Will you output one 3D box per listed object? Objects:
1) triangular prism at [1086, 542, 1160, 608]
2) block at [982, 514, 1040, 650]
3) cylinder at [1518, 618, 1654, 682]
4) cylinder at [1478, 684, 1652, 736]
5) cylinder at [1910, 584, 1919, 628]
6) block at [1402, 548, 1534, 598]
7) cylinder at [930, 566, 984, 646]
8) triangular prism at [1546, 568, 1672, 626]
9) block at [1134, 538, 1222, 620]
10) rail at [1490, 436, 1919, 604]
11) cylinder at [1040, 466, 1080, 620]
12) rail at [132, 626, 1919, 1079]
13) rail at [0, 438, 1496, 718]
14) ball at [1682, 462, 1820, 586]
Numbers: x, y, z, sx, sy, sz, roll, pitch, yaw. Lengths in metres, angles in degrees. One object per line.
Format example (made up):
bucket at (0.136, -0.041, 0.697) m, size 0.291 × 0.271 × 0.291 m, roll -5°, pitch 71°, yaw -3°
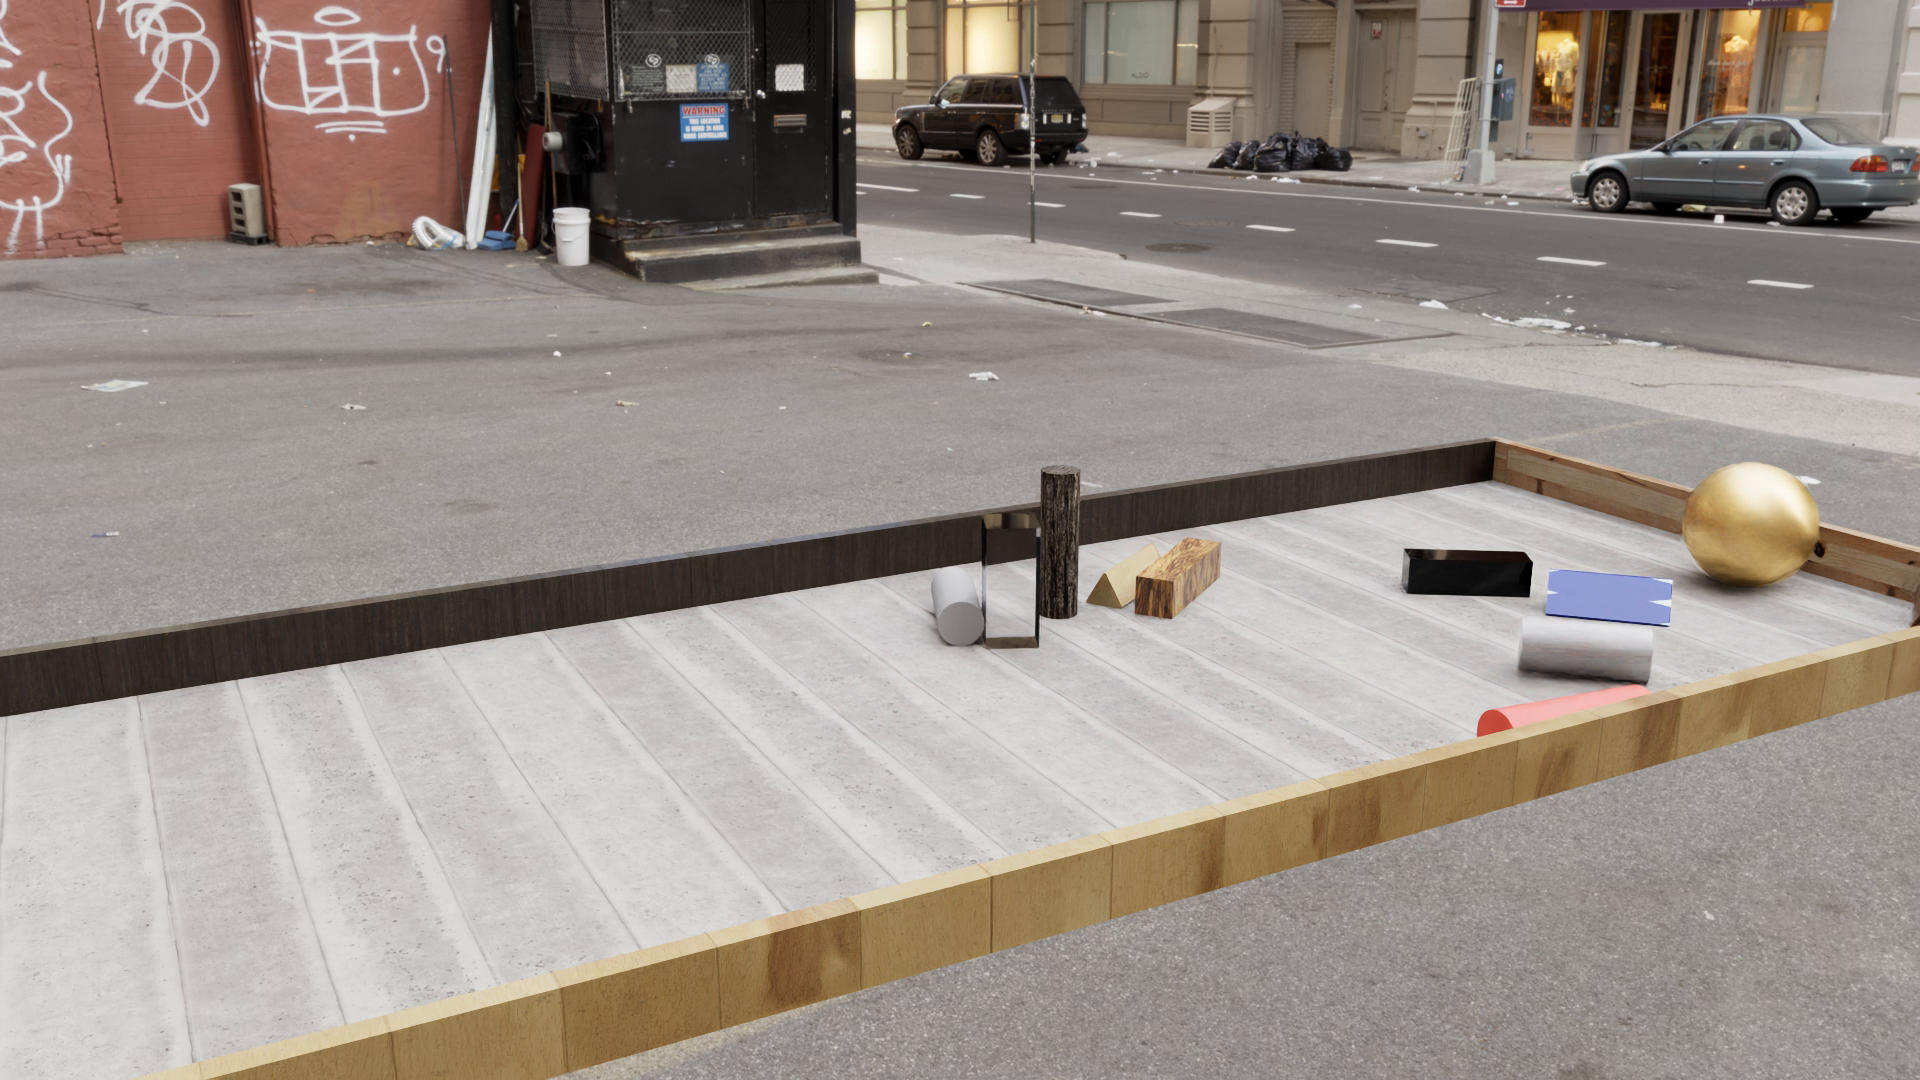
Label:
triangular prism at (0.497, 0.097, 4.845) m, size 0.112 × 0.097 × 0.351 m, roll 9°, pitch 19°, yaw 28°
block at (0.134, 0.109, 4.393) m, size 0.141 × 0.332 × 0.141 m, roll -1°, pitch 17°, yaw -4°
cylinder at (1.578, 0.278, 4.172) m, size 0.306 × 0.135 × 0.135 m, roll 5°, pitch 17°, yaw 16°
cylinder at (1.367, 0.418, 3.699) m, size 0.401 × 0.133 × 0.133 m, roll -6°, pitch 18°, yaw -21°
cylinder at (2.632, 0.203, 4.422) m, size 0.138 × 0.138 × 0.378 m, roll 10°, pitch 19°, yaw 30°
block at (1.484, 0.096, 4.837) m, size 0.348 × 0.108 × 0.108 m, roll 2°, pitch 16°, yaw 5°
cylinder at (-0.009, 0.179, 4.527) m, size 0.124 × 0.124 × 0.313 m, roll -1°, pitch 16°, yaw -4°
triangular prism at (1.819, 0.150, 4.628) m, size 0.322 × 0.115 × 0.133 m, roll 5°, pitch 17°, yaw 17°
block at (0.638, 0.106, 4.796) m, size 0.111 × 0.111 × 0.433 m, roll 8°, pitch 18°, yaw 25°
rail at (2.466, -0.048, 5.253) m, size 0.050 × 0.150 × 2.100 m, roll -9°, pitch 18°, yaw -27°
cylinder at (0.277, 0.006, 4.596) m, size 0.108 × 0.416 × 0.108 m, roll 0°, pitch 16°, yaw 0°
rail at (-2.336, 1.006, 1.665) m, size 12.000 × 0.150 × 0.050 m, roll -9°, pitch 18°, yaw -27°
rail at (-3.305, 0.497, 3.399) m, size 12.000 × 0.150 × 0.050 m, roll -9°, pitch 18°, yaw -27°
ball at (2.328, -0.046, 4.862) m, size 0.366 × 0.366 × 0.366 m, roll 0°, pitch 16°, yaw 0°
